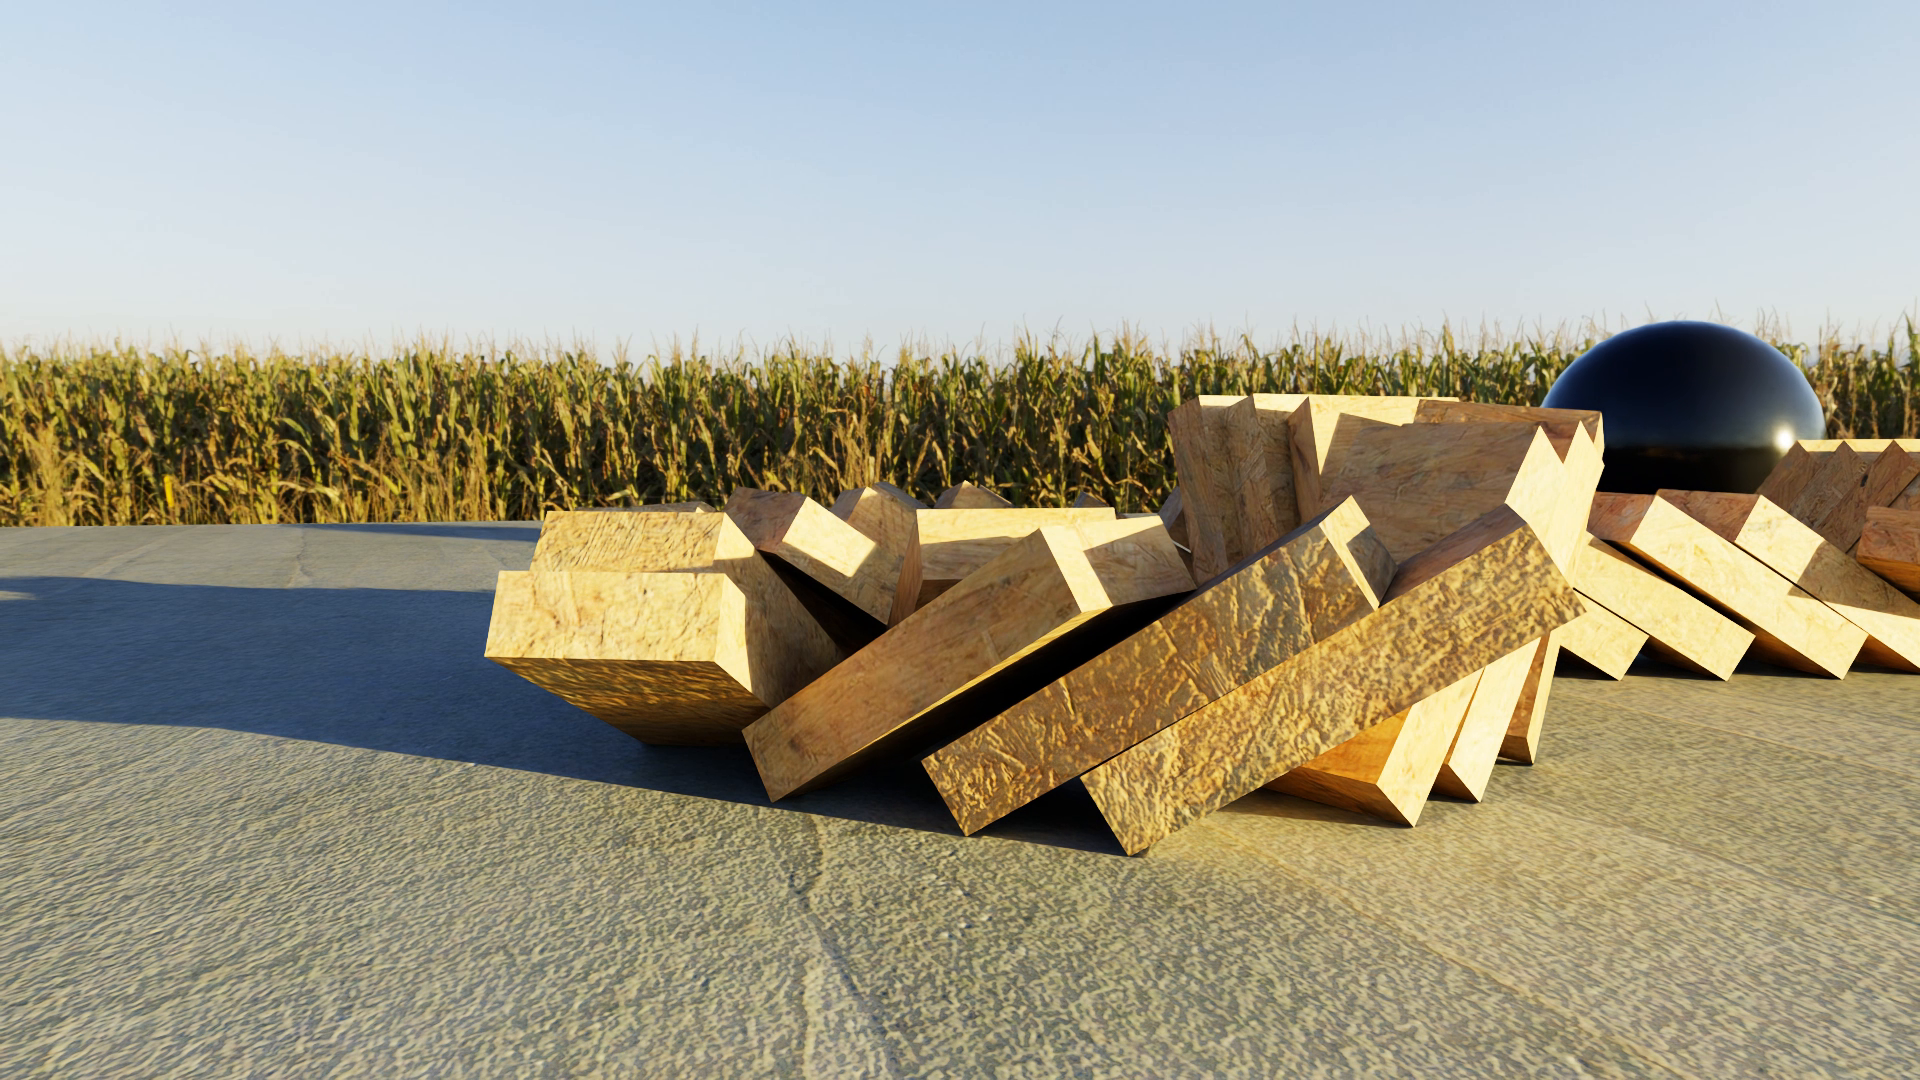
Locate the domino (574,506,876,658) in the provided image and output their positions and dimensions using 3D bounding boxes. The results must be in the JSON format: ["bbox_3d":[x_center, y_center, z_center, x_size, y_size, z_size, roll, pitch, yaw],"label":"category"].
[{"bbox_3d":[-0.037,0.010,0.204,0.025,0.009,0.050,1,-25,32],"label":"domino"}]

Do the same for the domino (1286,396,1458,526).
[{"bbox_3d":[0.067,0.003,0.199,0.025,0.050,0.009,0,-18,-8],"label":"domino"}]

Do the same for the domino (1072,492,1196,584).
[{"bbox_3d":[0.043,0.007,0.248,0.050,0.009,0.025,30,5,0],"label":"domino"}]

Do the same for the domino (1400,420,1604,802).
[{"bbox_3d":[0.062,0.007,0.168,0.025,0.050,0.009,5,-31,49],"label":"domino"}]

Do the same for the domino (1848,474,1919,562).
[{"bbox_3d":[0.218,-0.001,0.287,0.025,0.050,0.010,-1,46,-11],"label":"domino"}]

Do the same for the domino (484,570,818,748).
[{"bbox_3d":[-0.035,0.016,0.159,0.025,0.009,0.050,1,-19,7],"label":"domino"}]

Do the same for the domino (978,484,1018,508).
[{"bbox_3d":[0.023,0.006,0.254,0.050,0.010,0.025,31,4,-1],"label":"domino"}]

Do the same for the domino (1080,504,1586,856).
[{"bbox_3d":[0.039,0.014,0.136,0.050,0.010,0.025,-34,-5,19],"label":"domino"}]

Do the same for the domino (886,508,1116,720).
[{"bbox_3d":[0.004,0.012,0.178,0.025,0.009,0.050,-1,-28,-10],"label":"domino"}]

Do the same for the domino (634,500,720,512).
[{"bbox_3d":[-0.033,0.009,0.227,0.050,0.009,0.025,31,-19,-34],"label":"domino"}]

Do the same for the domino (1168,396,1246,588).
[{"bbox_3d":[0.053,0.001,0.220,0.025,0.050,0.009,-2,-12,-26],"label":"domino"}]

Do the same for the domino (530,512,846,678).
[{"bbox_3d":[-0.036,0.012,0.181,0.025,0.009,0.050,1,-27,16],"label":"domino"}]

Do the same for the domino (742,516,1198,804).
[{"bbox_3d":[0.000,0.014,0.150,0.050,0.009,0.025,-35,-17,33],"label":"domino"}]

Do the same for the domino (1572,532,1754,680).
[{"bbox_3d":[0.118,0.008,0.241,0.050,0.010,0.025,31,3,-4],"label":"domino"}]

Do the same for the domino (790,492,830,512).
[{"bbox_3d":[-0.014,0.007,0.252,0.050,0.009,0.025,29,4,-1],"label":"domino"}]

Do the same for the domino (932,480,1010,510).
[{"bbox_3d":[0.018,0.007,0.226,0.050,0.009,0.025,30,-7,-7],"label":"domino"}]

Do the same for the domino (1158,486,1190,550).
[{"bbox_3d":[0.062,0.007,0.246,0.050,0.010,0.025,31,5,-1],"label":"domino"}]

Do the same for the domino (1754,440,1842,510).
[{"bbox_3d":[0.210,-0.004,0.325,0.025,0.050,0.009,-1,46,-11],"label":"domino"}]

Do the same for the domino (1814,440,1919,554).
[{"bbox_3d":[0.215,-0.002,0.299,0.025,0.050,0.009,-1,46,-11],"label":"domino"}]

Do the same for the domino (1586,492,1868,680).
[{"bbox_3d":[0.139,0.008,0.240,0.050,0.009,0.025,30,0,-9],"label":"domino"}]

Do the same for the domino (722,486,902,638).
[{"bbox_3d":[-0.014,0.009,0.208,0.050,0.009,0.025,36,-14,-32],"label":"domino"}]

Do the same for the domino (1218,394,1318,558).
[{"bbox_3d":[0.060,0.001,0.213,0.025,0.050,0.009,-2,-12,-26],"label":"domino"}]

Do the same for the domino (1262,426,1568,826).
[{"bbox_3d":[0.052,0.008,0.158,0.025,0.050,0.009,5,-32,52],"label":"domino"}]

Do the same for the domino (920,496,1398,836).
[{"bbox_3d":[0.022,0.014,0.141,0.050,0.010,0.025,-34,-6,24],"label":"domino"}]

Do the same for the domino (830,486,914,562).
[{"bbox_3d":[0.000,0.008,0.223,0.050,0.010,0.025,31,-7,-13],"label":"domino"}]

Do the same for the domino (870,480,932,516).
[{"bbox_3d":[0.003,0.006,0.254,0.050,0.009,0.025,31,4,0],"label":"domino"}]

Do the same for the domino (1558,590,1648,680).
[{"bbox_3d":[0.100,0.008,0.242,0.050,0.009,0.025,31,3,-3],"label":"domino"}]

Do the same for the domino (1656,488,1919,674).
[{"bbox_3d":[0.158,0.007,0.243,0.050,0.009,0.025,30,-1,-12],"label":"domino"}]

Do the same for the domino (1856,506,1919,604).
[{"bbox_3d":[0.184,0.009,0.240,0.025,0.010,0.050,13,-12,39],"label":"domino"}]

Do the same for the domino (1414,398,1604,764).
[{"bbox_3d":[0.073,0.004,0.182,0.025,0.050,0.009,9,-24,33],"label":"domino"}]

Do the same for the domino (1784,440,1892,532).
[{"bbox_3d":[0.213,-0.003,0.312,0.025,0.050,0.010,-1,46,-11],"label":"domino"}]

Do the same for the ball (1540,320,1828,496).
[{"bbox_3d":[0.219,-0.027,0.394,0.080,0.080,0.080,0,4,0],"label":"ball"}]
